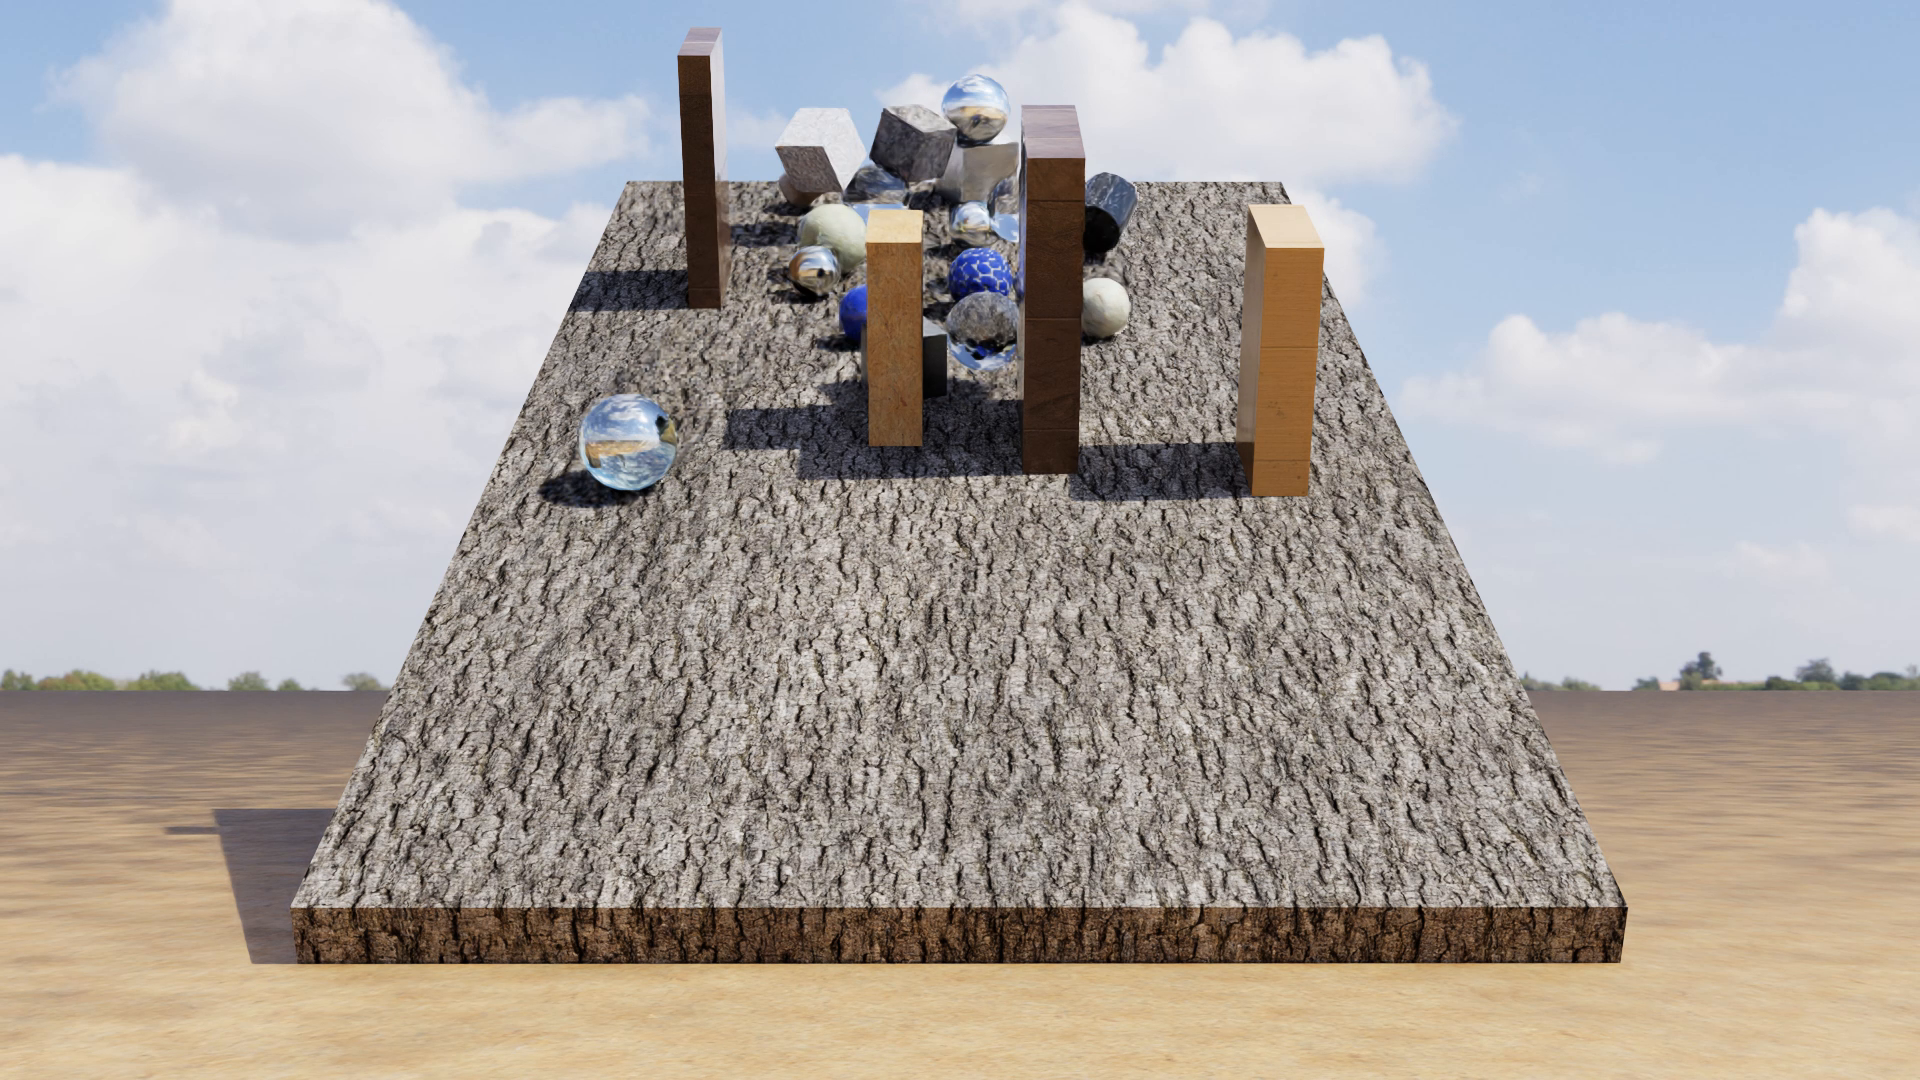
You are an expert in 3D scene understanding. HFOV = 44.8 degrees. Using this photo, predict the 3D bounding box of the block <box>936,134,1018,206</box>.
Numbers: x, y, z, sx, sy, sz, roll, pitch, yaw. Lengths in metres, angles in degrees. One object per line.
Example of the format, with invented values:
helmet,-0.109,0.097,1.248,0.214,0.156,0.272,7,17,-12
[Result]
block,0.050,-1.106,6.924,0.182,0.182,0.182,-11,27,-23

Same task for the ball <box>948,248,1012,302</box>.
ball,0.050,-0.666,5.970,0.167,0.167,0.167,0,-4,0

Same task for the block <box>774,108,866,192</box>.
block,-0.389,-1.092,6.527,0.162,0.162,0.162,5,-40,29

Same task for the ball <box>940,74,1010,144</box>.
ball,0.046,-1.252,6.781,0.202,0.202,0.202,0,-4,0

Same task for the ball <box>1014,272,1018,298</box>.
ball,0.197,-0.658,6.012,0.119,0.119,0.119,0,-4,0

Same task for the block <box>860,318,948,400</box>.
block,-0.131,-0.422,5.446,0.153,0.153,0.153,-11,27,-23

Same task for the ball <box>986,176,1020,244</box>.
ball,0.159,-0.869,6.126,0.177,0.177,0.177,0,-4,0

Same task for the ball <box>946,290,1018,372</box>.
ball,0.059,-0.484,5.413,0.187,0.187,0.187,0,-4,0

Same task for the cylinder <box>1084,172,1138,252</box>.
cylinder,0.390,-0.900,6.404,0.155,0.155,0.155,15,-42,14

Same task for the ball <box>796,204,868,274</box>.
ball,-0.340,-0.804,6.242,0.194,0.194,0.194,0,-4,0

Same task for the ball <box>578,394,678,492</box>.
ball,-0.698,-0.205,4.899,0.206,0.206,0.206,0,-4,0

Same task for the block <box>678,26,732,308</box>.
block,-0.658,-0.965,6.034,0.081,0.656,0.332,0,24,0

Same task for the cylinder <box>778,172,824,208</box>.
cylinder,-0.448,-1.051,6.822,0.117,0.117,0.117,-31,-21,31

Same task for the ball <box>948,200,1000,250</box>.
ball,0.041,-0.866,6.439,0.146,0.146,0.146,0,-4,0

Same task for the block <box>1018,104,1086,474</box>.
block,0.194,-0.551,5.075,0.119,0.694,0.445,0,24,0

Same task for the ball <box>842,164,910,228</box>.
ball,-0.238,-0.966,6.598,0.196,0.196,0.196,0,-4,0

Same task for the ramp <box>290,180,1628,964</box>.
ramp,-0.008,-0.229,5.326,2.000,0.100,4.000,0,24,0

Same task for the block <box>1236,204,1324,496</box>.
block,0.673,-0.403,4.934,0.118,0.543,0.308,0,24,0

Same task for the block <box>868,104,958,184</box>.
block,-0.133,-1.138,6.683,0.159,0.159,0.159,36,33,27

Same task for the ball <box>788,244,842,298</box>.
ball,-0.379,-0.702,6.084,0.137,0.137,0.137,0,-4,0

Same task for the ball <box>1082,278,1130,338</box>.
ball,0.350,-0.579,5.800,0.149,0.149,0.149,0,-4,0

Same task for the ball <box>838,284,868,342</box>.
ball,-0.228,-0.556,5.751,0.147,0.147,0.147,0,-4,0

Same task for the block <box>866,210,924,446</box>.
block,-0.142,-0.472,5.175,0.118,0.468,0.248,0,24,0
